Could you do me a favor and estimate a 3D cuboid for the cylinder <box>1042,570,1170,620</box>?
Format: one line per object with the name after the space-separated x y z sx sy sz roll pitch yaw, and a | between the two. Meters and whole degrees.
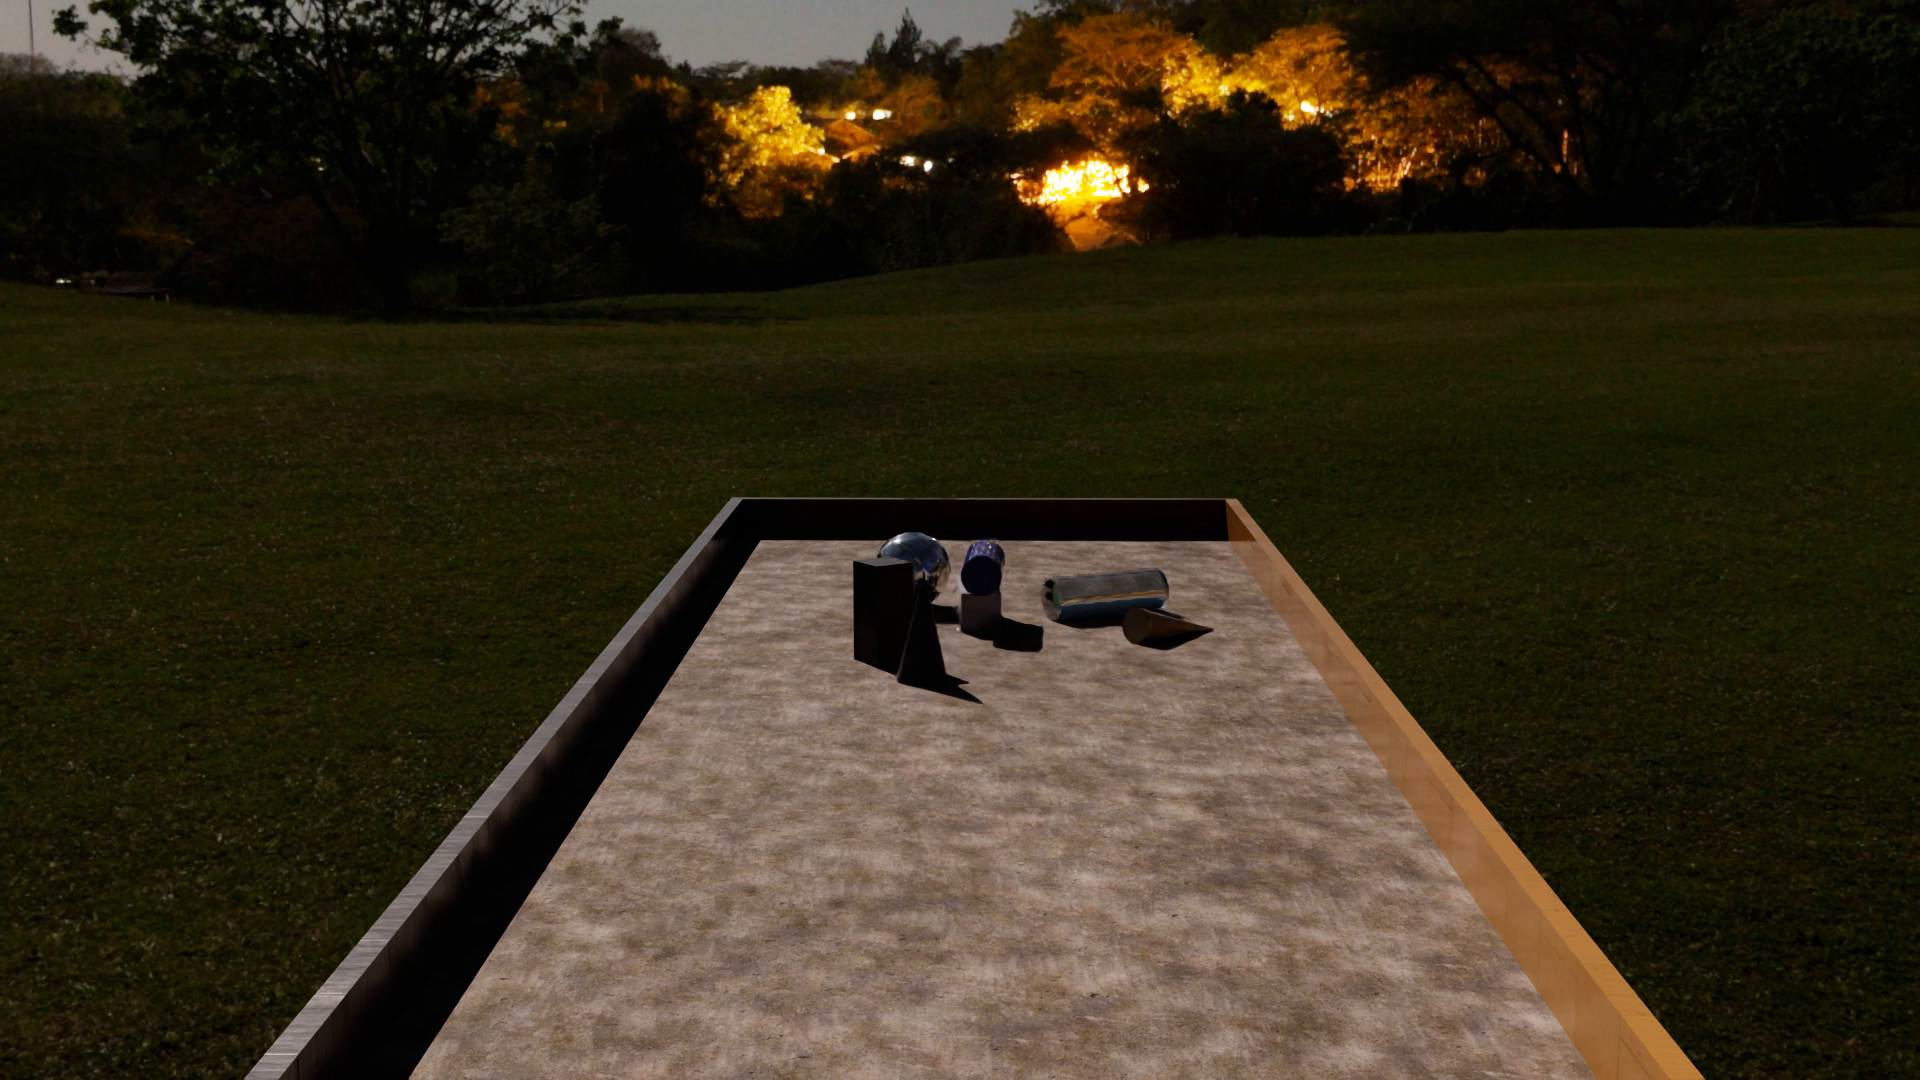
0.490 0.185 7.403 0.418 0.137 0.137 -5 10 -27 | cylinder

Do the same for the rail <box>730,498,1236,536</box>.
0.099 -0.098 9.147 2.100 0.150 0.050 0 9 1 | rail

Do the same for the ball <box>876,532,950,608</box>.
-0.163 0.102 7.534 0.261 0.261 0.261 0 9 0 | ball

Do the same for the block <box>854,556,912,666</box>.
-0.234 0.216 6.675 0.129 0.305 0.129 -6 11 -35 | block

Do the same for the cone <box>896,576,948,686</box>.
-0.108 0.249 6.392 0.151 0.321 0.151 1 12 0 | cone

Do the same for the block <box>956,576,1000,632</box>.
0.058 0.212 7.266 0.128 0.128 0.319 -1 9 -3 | block

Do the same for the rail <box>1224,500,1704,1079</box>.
1.046 0.843 3.208 0.050 0.150 12.000 0 9 1 | rail

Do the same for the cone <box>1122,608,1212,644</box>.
0.693 0.281 7.050 0.360 0.117 0.117 5 4 -39 | cone

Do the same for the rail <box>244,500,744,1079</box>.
-1.004 0.839 3.234 0.050 0.150 12.000 0 9 1 | rail
